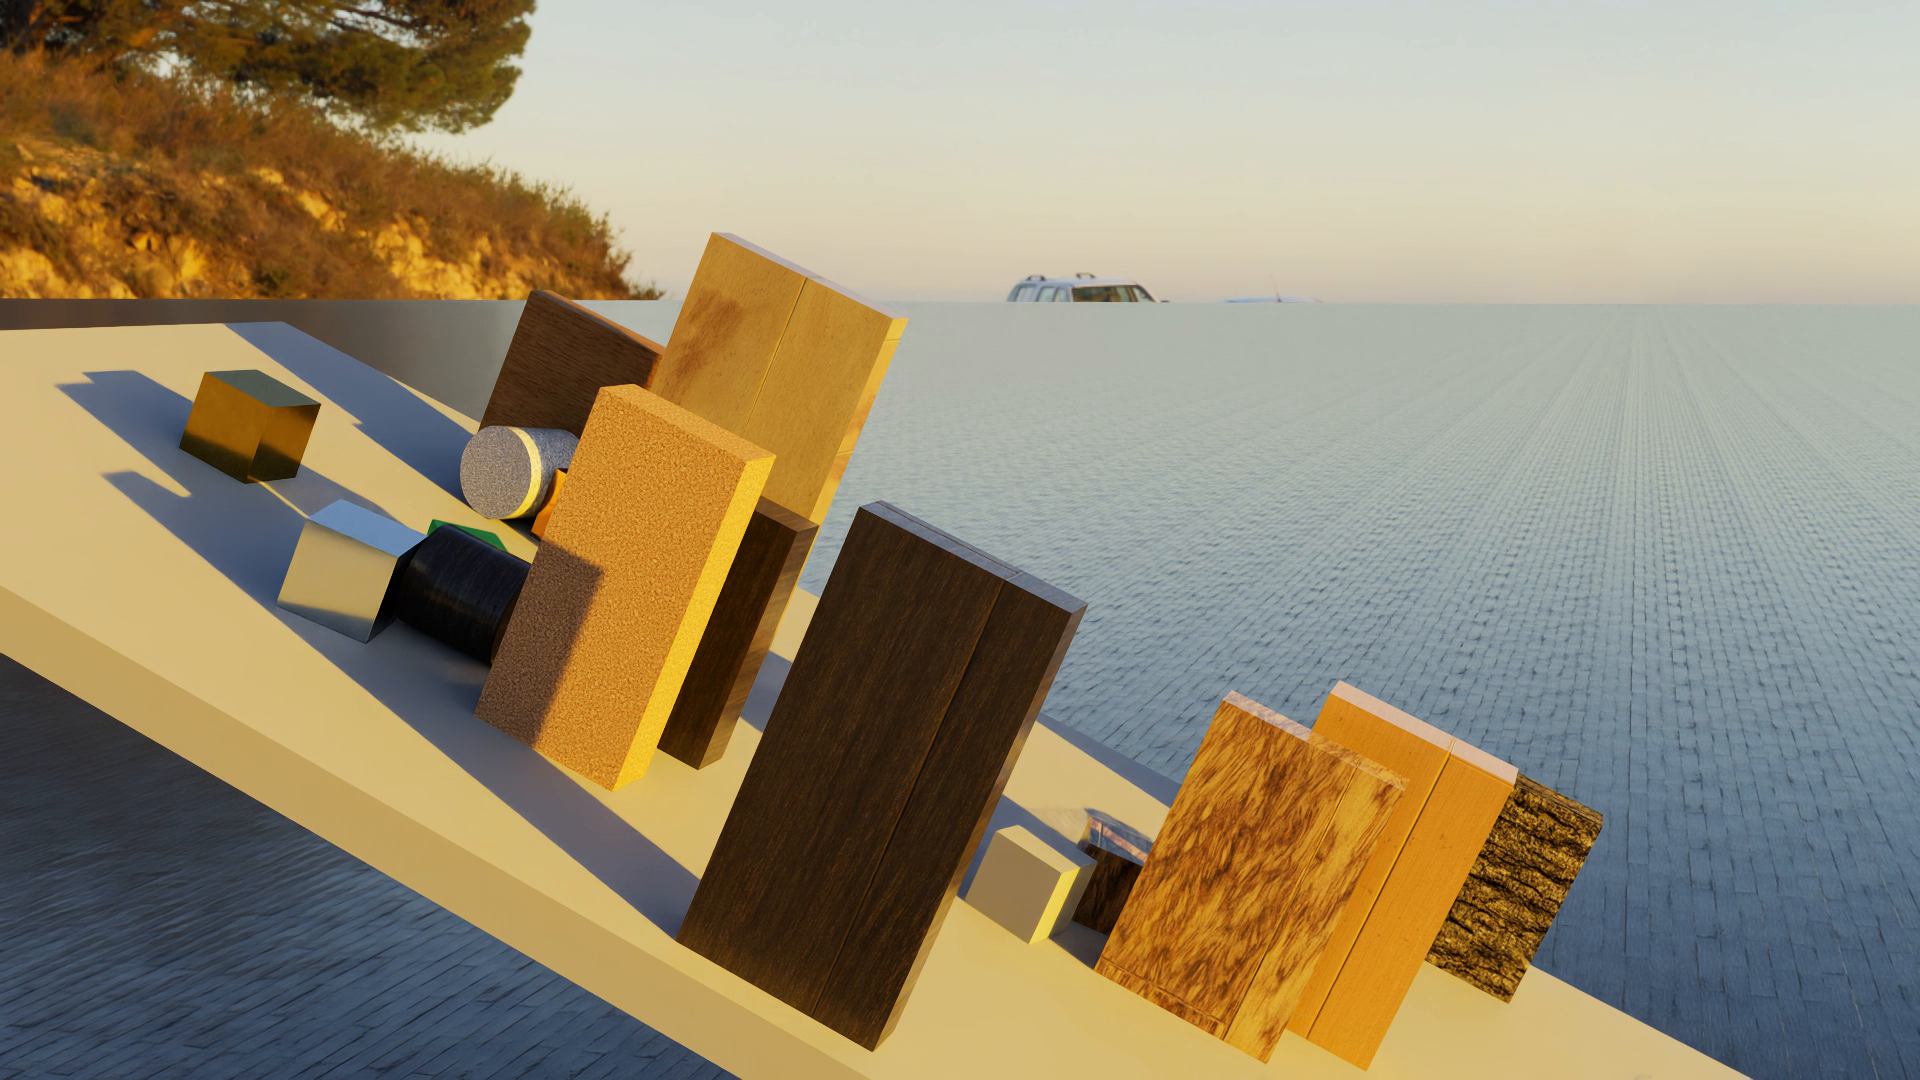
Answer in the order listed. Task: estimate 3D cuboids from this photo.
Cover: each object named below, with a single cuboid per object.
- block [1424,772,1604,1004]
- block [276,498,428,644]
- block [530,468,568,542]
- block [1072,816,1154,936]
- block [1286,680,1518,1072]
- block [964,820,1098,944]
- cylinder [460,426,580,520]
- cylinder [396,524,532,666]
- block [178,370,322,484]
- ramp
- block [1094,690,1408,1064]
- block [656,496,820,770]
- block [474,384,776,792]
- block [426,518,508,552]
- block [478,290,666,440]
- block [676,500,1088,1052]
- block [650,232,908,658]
[{"bbox_3d":[1.035,0.664,4.566,0.434,0.420,0.113,27,13,13],"label":"block"},{"bbox_3d":[-1.074,0.054,3.893,0.171,0.171,0.171,23,13,-1],"label":"block"},{"bbox_3d":[-0.798,-0.047,4.779,0.162,0.162,0.162,30,15,26],"label":"block"},{"bbox_3d":[0.276,0.622,4.027,0.148,0.148,0.148,24,13,0],"label":"block"},{"bbox_3d":[0.698,0.594,3.905,0.345,0.584,0.127,27,13,13],"label":"block"},{"bbox_3d":[0.125,0.600,3.866,0.143,0.143,0.143,30,15,26],"label":"block"},{"bbox_3d":[-0.950,-0.146,4.820,0.202,0.202,0.202,4,2,29],"label":"cylinder"},{"bbox_3d":[-0.882,0.101,3.983,0.196,0.196,0.196,25,11,7],"label":"cylinder"},{"bbox_3d":[-1.424,-0.230,4.414,0.167,0.167,0.167,27,14,14],"label":"block"},{"bbox_3d":[-0.278,0.480,4.178,4.000,0.100,2.000,27,13,13],"label":"ramp"},{"bbox_3d":[0.492,0.573,3.743,0.331,0.535,0.089,27,13,13],"label":"block"},{"bbox_3d":[-0.539,0.101,3.955,0.417,0.475,0.108,27,13,13],"label":"block"},{"bbox_3d":[-0.566,0.079,3.694,0.282,0.614,0.126,27,13,13],"label":"block"},{"bbox_3d":[-0.948,0.057,4.183,0.131,0.131,0.131,15,16,-33],"label":"block"},{"bbox_3d":[-0.849,-0.273,4.959,0.418,0.444,0.091,27,13,13],"label":"block"},{"bbox_3d":[-0.120,0.343,3.189,0.339,0.720,0.096,27,13,13],"label":"block"},{"bbox_3d":[-0.457,-0.189,4.554,0.425,0.784,0.097,27,13,13],"label":"block"}]
